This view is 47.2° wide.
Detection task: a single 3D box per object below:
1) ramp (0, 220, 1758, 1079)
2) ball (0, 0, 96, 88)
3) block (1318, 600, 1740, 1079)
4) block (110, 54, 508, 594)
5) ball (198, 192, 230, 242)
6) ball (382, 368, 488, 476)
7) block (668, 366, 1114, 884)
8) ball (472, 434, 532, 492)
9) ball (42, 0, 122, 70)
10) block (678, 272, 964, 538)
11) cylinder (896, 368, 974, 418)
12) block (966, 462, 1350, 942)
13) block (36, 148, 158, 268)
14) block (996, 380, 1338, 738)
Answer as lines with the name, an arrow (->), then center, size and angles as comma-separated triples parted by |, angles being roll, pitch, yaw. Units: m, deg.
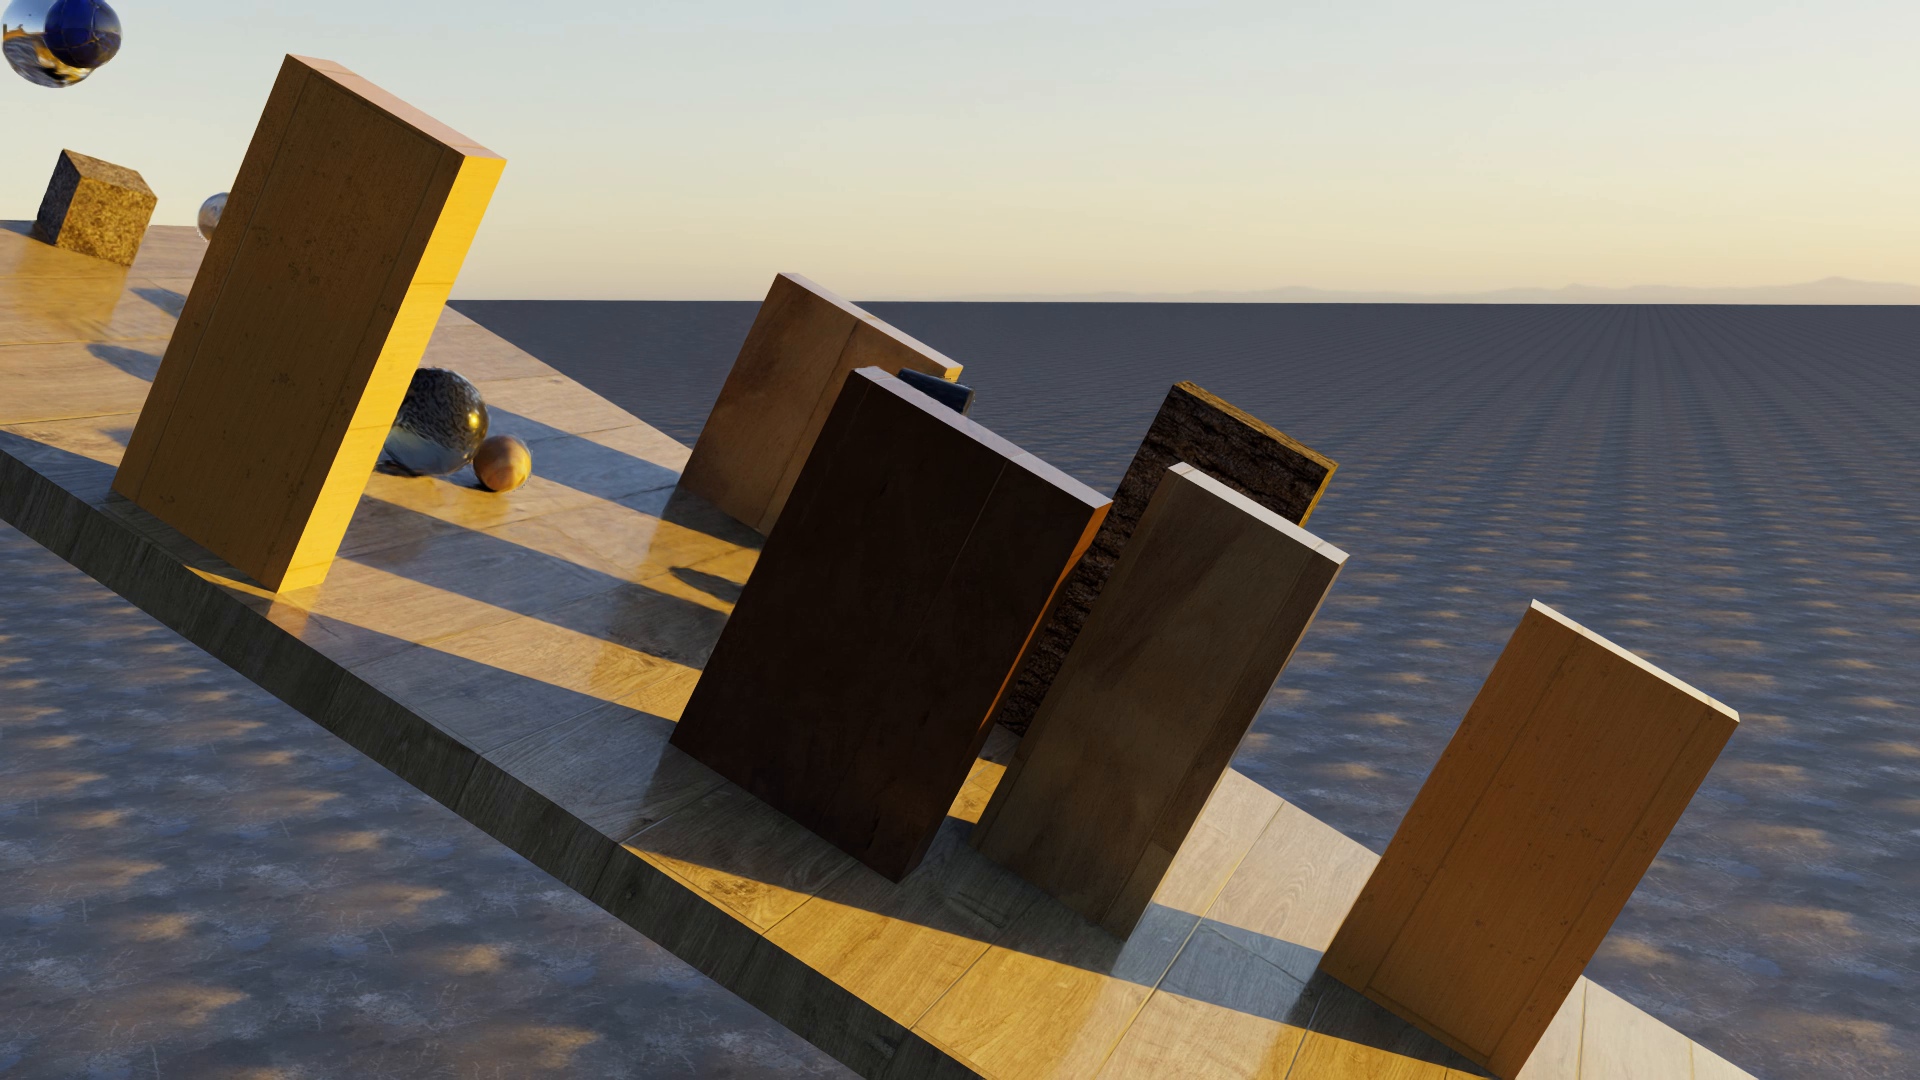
ramp -> -0.223, 0.370, 4.148 | 4.000, 0.100, 2.000 | 30, 14, 12
ball -> -1.863, -1.030, 4.512 | 0.202, 0.202, 0.202 | 0, 7, 0
block -> 1.017, 0.547, 3.978 | 0.401, 0.780, 0.095 | 30, 14, 12
block -> -1.019, -0.331, 3.422 | 0.337, 0.752, 0.126 | 30, 14, 12
ball -> -1.579, -0.689, 4.736 | 0.119, 0.119, 0.119 | 0, 7, 0
ball -> -1.006, -0.225, 4.194 | 0.208, 0.208, 0.208 | 0, 7, 0
block -> -0.118, 0.135, 3.535 | 0.445, 0.694, 0.119 | 30, 14, 12
ball -> -0.900, -0.152, 4.324 | 0.114, 0.114, 0.114 | 0, 7, 0
ball -> -1.727, -1.002, 4.330 | 0.147, 0.147, 0.147 | 0, 7, 0
block -> -0.315, -0.255, 4.899 | 0.441, 0.534, 0.116 | 30, 14, 12
cylinder -> -0.069, -0.270, 4.666 | 0.155, 0.155, 0.155 | 18, 9, 5
block -> 0.332, 0.276, 3.748 | 0.322, 0.748, 0.127 | 30, 14, 12
block -> -1.772, -0.681, 4.514 | 0.159, 0.159, 0.159 | 15, 19, -42
block -> 0.411, 0.109, 4.423 | 0.346, 0.781, 0.147 | 30, 14, 12
